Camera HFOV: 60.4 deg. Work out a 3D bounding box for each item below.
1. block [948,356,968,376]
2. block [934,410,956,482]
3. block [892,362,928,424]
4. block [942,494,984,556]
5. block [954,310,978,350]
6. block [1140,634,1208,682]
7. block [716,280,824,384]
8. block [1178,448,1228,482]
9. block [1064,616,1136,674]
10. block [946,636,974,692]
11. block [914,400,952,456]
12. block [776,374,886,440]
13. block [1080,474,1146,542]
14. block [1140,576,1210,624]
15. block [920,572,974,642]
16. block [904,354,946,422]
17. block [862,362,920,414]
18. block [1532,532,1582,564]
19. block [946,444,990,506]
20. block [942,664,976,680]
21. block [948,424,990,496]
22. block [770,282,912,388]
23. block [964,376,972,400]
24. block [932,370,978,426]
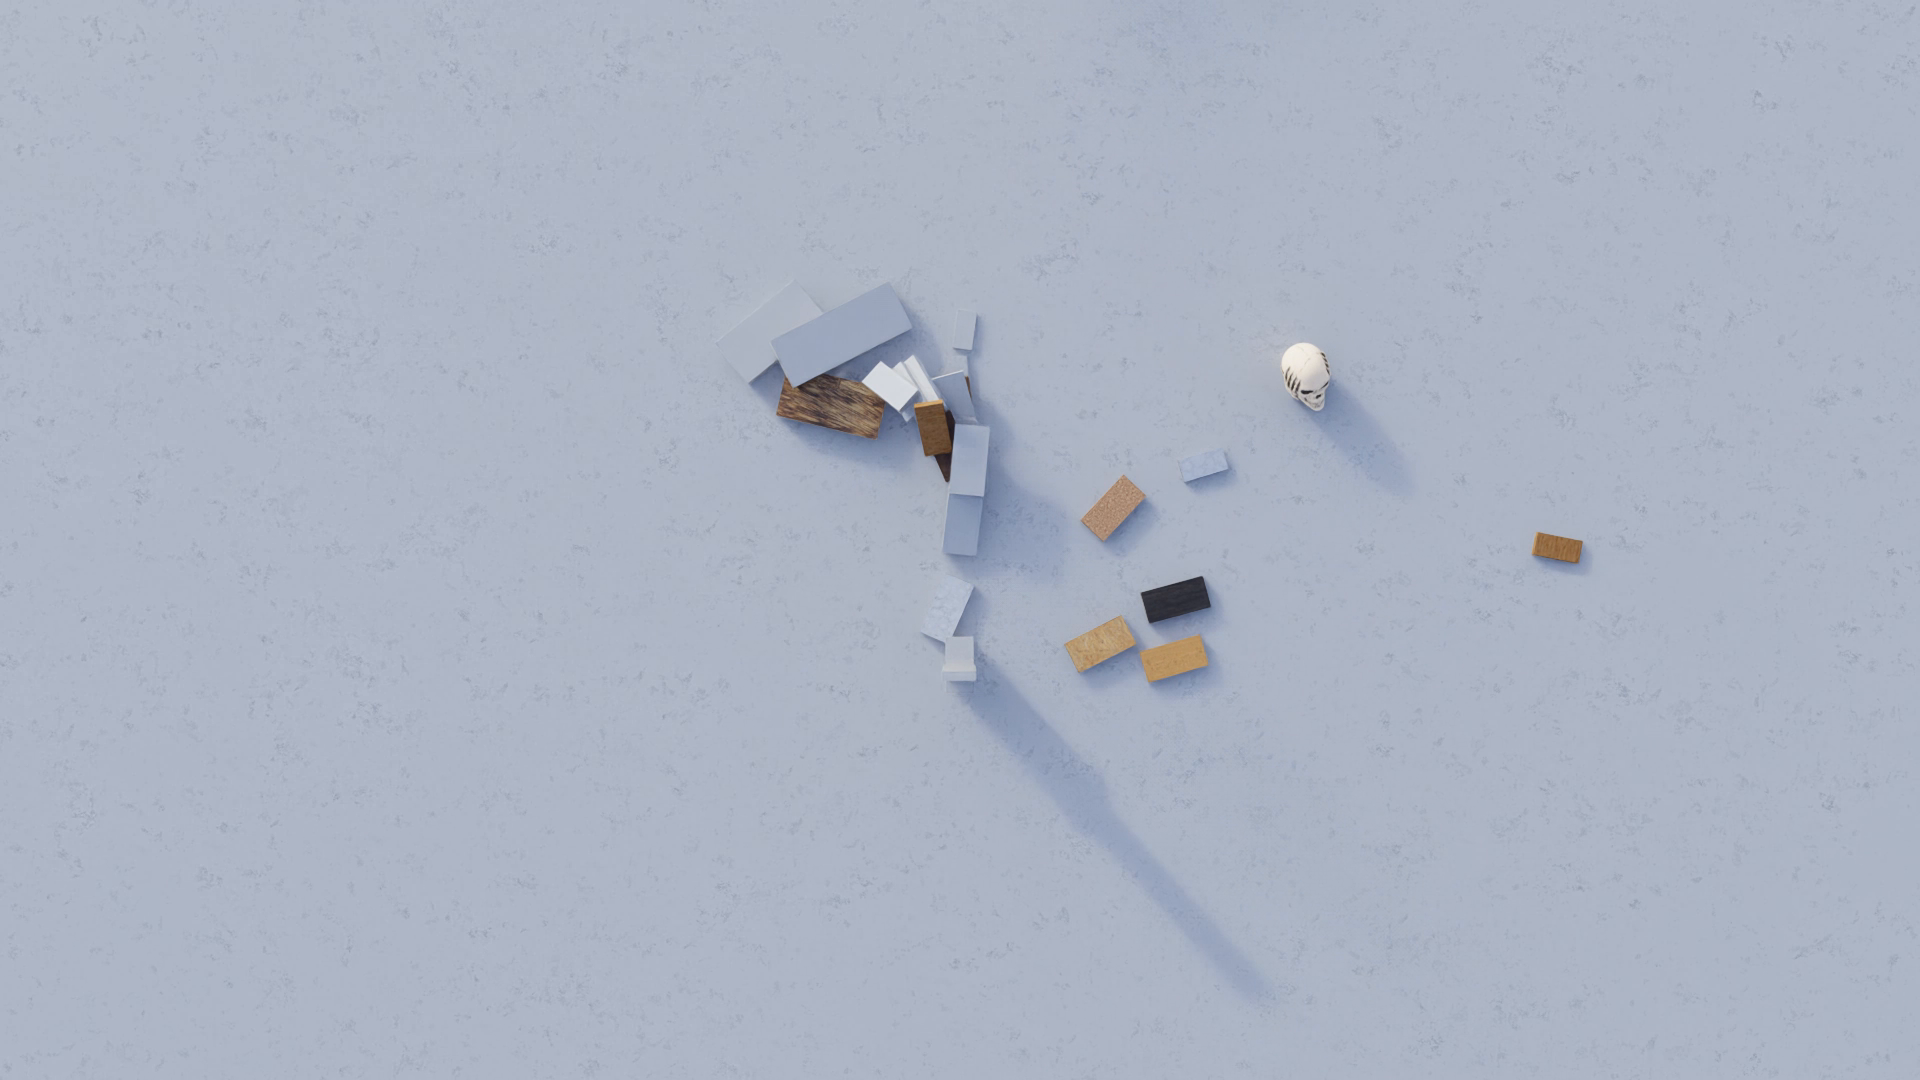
[{"bbox_3d":[-0.003,-0.547,5.491,0.063,0.018,0.126,-4,90,0],"label":"block"},{"bbox_3d":[-0.040,-0.311,5.458,0.108,0.030,0.215,-23,103,4],"label":"block"},{"bbox_3d":[-0.179,-0.485,5.417,0.093,0.026,0.185,-40,65,21],"label":"block"},{"bbox_3d":[0.010,-0.067,5.454,0.114,0.032,0.228,6,104,-3],"label":"block"},{"bbox_3d":[0.017,-0.698,5.491,0.063,0.018,0.126,8,90,0],"label":"block"},{"bbox_3d":[0.711,0.394,5.485,0.208,0.029,0.104,-16,90,0],"label":"block"},{"bbox_3d":[-0.623,-0.690,5.476,0.341,0.048,0.171,-39,90,0],"label":"block"},{"bbox_3d":[0.808,-0.251,5.489,0.152,0.022,0.076,-17,90,0],"label":"block"},{"bbox_3d":[0.466,0.346,5.485,0.213,0.030,0.107,-27,90,0],"label":"block"},{"bbox_3d":[0.000,0.401,5.309,0.089,0.025,0.178,0,90,0],"label":"block"},{"bbox_3d":[-0.086,-0.365,5.382,0.093,0.026,0.185,-9,123,5],"label":"block"},{"bbox_3d":[-0.423,-0.455,5.476,0.341,0.048,0.171,14,90,0],"label":"block"},{"bbox_3d":[0.509,-0.106,5.485,0.104,0.029,0.208,43,90,0],"label":"block"},{"bbox_3d":[0.716,0.198,5.485,0.213,0.030,0.107,-15,90,0],"label":"block"},{"bbox_3d":[-0.043,0.227,5.485,0.107,0.030,0.213,24,90,0],"label":"block"},{"bbox_3d":[-0.137,-0.491,5.425,0.108,0.030,0.215,-39,65,22],"label":"block"},{"bbox_3d":[-0.226,-0.499,5.398,0.185,0.026,0.093,39,84,29],"label":"block"},{"bbox_3d":[1.988,0.026,5.489,0.152,0.022,0.076,11,90,0],"label":"block"},{"bbox_3d":[0.027,-0.209,5.451,0.114,0.032,0.228,8,104,-4],"label":"block"},{"bbox_3d":[-0.002,0.416,5.173,0.104,0.248,0.029,0,90,0],"label":"block"},{"bbox_3d":[0.031,-0.261,5.392,0.114,0.032,0.228,5,91,-4],"label":"block"},{"bbox_3d":[-0.392,-0.676,5.436,0.443,0.048,0.171,-28,95,-8],"label":"block"},{"bbox_3d":[0.005,-0.479,5.474,0.063,0.018,0.126,-7,103,1],"label":"block"},{"bbox_3d":[-0.014,-0.443,5.458,0.108,0.030,0.215,-15,103,3],"label":"block"}]
